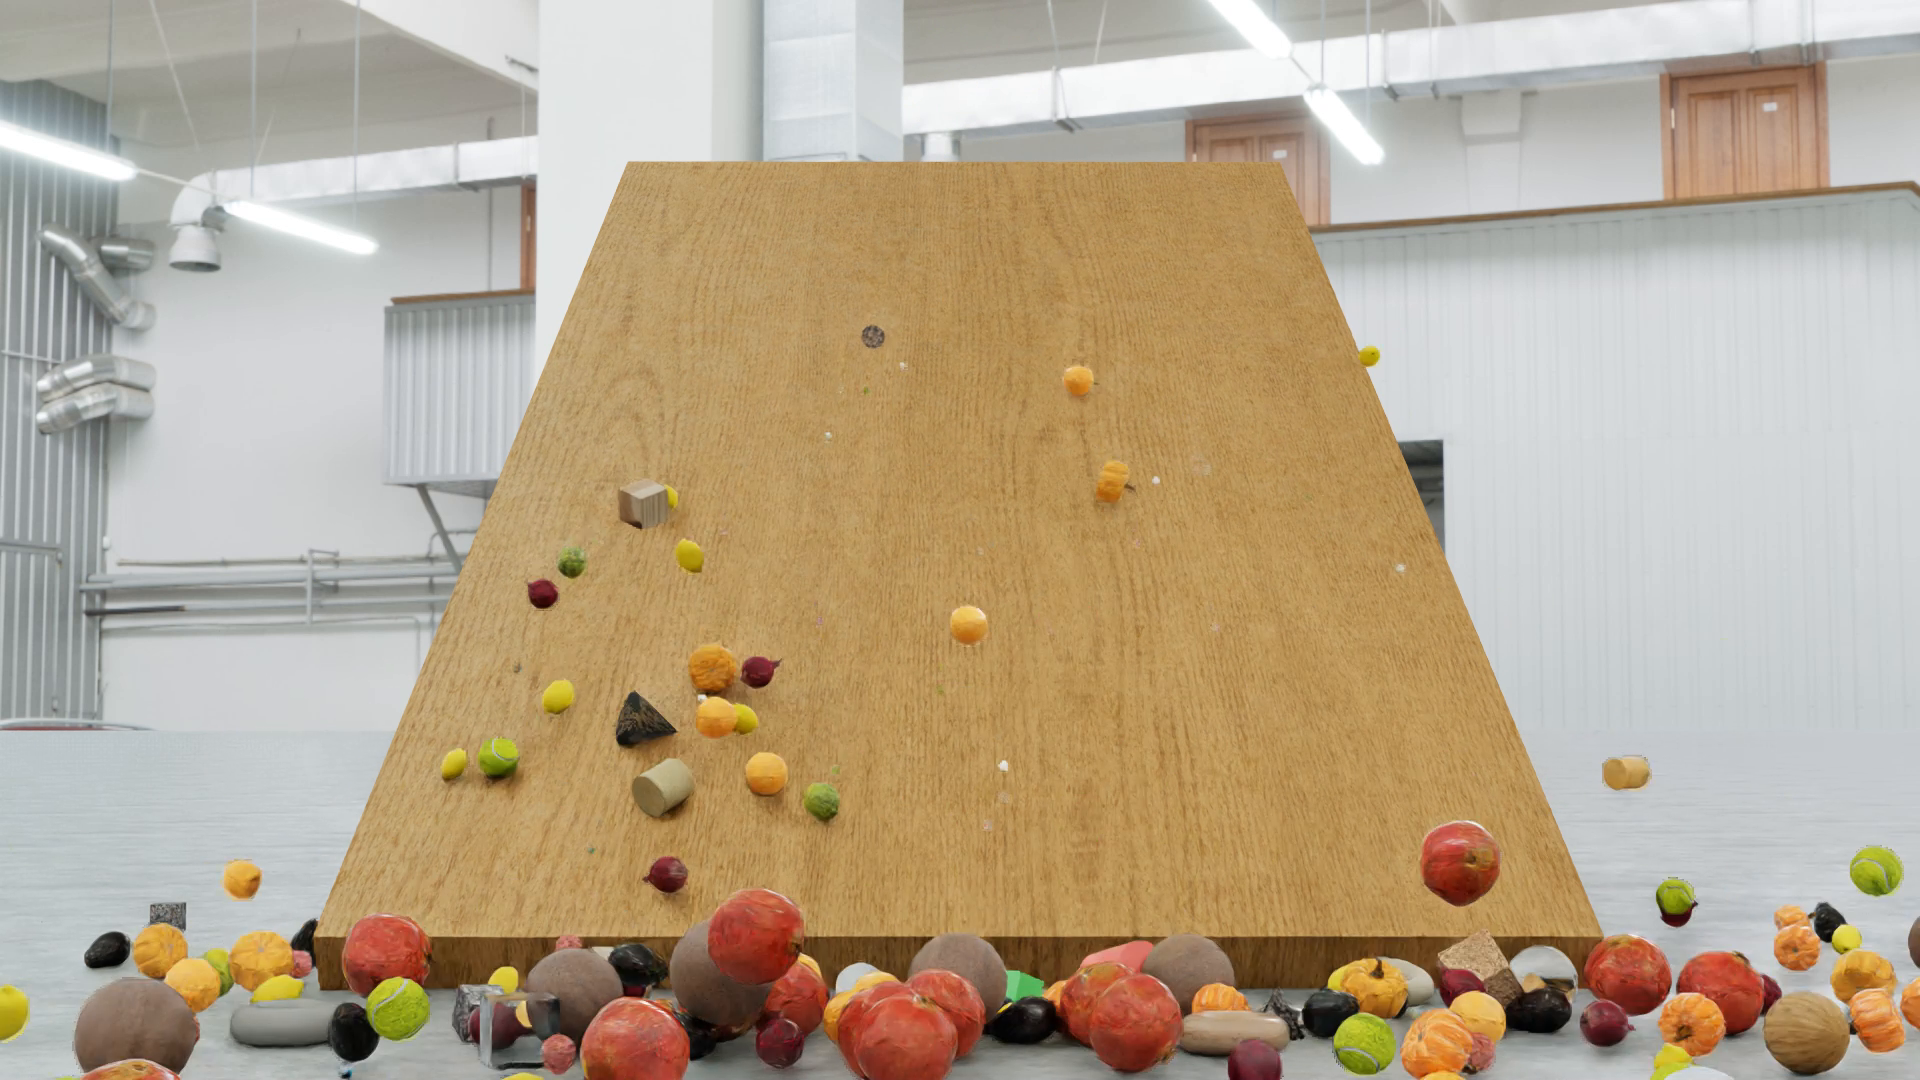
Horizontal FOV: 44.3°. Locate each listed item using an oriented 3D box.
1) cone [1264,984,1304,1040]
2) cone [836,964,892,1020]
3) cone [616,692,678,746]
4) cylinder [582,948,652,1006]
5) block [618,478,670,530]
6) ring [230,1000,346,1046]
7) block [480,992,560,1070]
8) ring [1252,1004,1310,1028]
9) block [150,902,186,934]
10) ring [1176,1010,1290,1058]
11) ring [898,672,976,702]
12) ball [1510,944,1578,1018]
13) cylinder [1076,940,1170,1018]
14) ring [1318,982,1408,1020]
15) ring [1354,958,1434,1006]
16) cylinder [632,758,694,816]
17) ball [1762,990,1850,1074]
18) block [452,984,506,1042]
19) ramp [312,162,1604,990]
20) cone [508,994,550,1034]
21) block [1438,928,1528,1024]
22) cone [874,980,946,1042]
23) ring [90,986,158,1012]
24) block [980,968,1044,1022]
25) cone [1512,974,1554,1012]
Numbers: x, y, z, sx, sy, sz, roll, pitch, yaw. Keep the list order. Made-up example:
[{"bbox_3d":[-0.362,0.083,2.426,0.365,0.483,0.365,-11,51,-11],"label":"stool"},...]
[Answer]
[{"bbox_3d":[0.422,0.625,3.134,0.070,0.070,0.070,0,-4,0],"label":"cone"},{"bbox_3d":[-0.153,0.658,3.359,0.085,0.085,0.085,2,-31,-27],"label":"cone"},{"bbox_3d":[-0.543,0.328,4.181,0.098,0.098,0.098,19,-12,-26],"label":"cone"},{"bbox_3d":[-0.502,0.639,3.450,0.084,0.084,0.084,6,-6,-23],"label":"cylinder"},{"bbox_3d":[-0.664,-0.075,4.962,0.074,0.074,0.074,23,35,38],"label":"block"},{"bbox_3d":[-0.881,0.633,3.095,0.146,0.049,0.146,0,-3,0],"label":"ring"},{"bbox_3d":[-0.539,0.600,2.889,0.081,0.081,0.081,2,-5,-22],"label":"block"},{"bbox_3d":[0.440,0.654,3.242,0.082,0.027,0.082,0,-1,0],"label":"ring"},{"bbox_3d":[-1.579,0.754,4.707,0.058,0.058,0.058,1,-4,-7],"label":"block"},{"bbox_3d":[0.346,0.625,2.990,0.144,0.048,0.144,0,-6,0],"label":"ring"},{"bbox_3d":[-0.042,0.273,4.328,0.143,0.048,0.143,-6,-8,-1],"label":"ring"},{"bbox_3d":[0.818,0.620,3.322,0.100,0.100,0.100,0,-4,0],"label":"ball"},{"bbox_3d":[0.228,0.614,3.301,0.093,0.093,0.093,3,-21,-36],"label":"cylinder"},{"bbox_3d":[0.573,0.657,3.363,0.127,0.042,0.127,4,-5,0],"label":"ring"},{"bbox_3d":[0.648,0.660,3.524,0.120,0.040,0.120,7,14,-2],"label":"ring"},{"bbox_3d":[-0.499,0.415,3.971,0.074,0.074,0.074,-4,18,42],"label":"cylinder"},{"bbox_3d":[1.005,0.585,2.806,0.098,0.098,0.098,0,-4,0],"label":"ball"},{"bbox_3d":[-0.624,0.618,3.080,0.056,0.056,0.056,8,14,-30],"label":"block"},{"bbox_3d":[-0.010,-0.228,5.470,2.000,0.100,4.000,0,26,0],"label":"ramp"},{"bbox_3d":[-0.575,0.652,3.201,0.056,0.056,0.056,-5,-33,46],"label":"cone"},{"bbox_3d":[0.713,0.594,3.223,0.076,0.076,0.076,-31,-54,7],"label":"block"},{"bbox_3d":[-0.080,0.638,3.111,0.088,0.088,0.088,-30,-15,19],"label":"cone"},{"bbox_3d":[-1.219,0.668,3.441,0.094,0.031,0.094,-1,-4,0],"label":"ring"},{"bbox_3d":[0.073,0.634,3.295,0.056,0.056,0.056,0,-22,39],"label":"block"},{"bbox_3d":[0.772,0.630,3.224,0.056,0.056,0.056,-29,9,-25],"label":"cone"}]
